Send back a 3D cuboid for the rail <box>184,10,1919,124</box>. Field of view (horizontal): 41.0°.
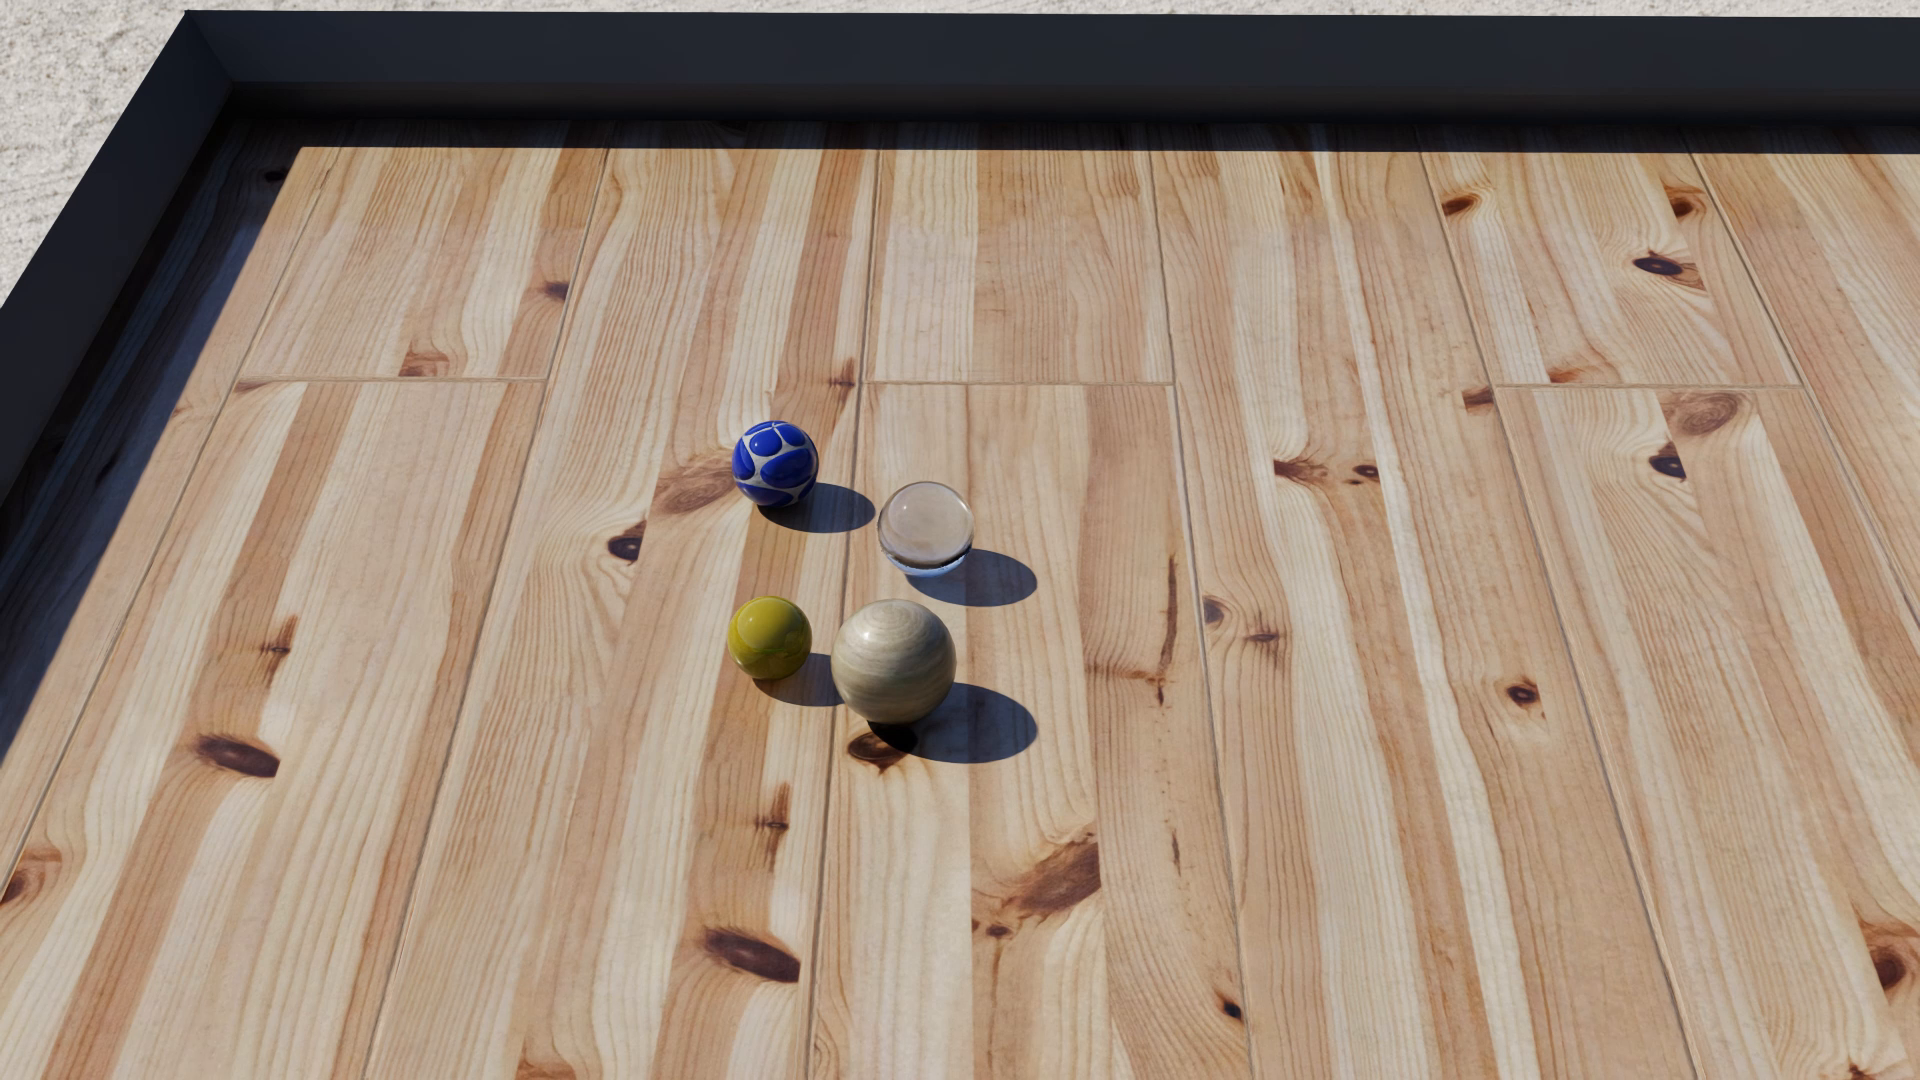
[{"bbox_3d":[0.730,-0.424,2.370,2.893,0.108,0.045,0,35,0],"label":"rail"}]

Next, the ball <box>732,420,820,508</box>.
[{"bbox_3d":[-0.136,-0.056,1.889,0.065,0.065,0.065,0,35,0],"label":"ball"}]

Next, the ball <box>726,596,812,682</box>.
[{"bbox_3d":[-0.128,0.066,1.724,0.058,0.058,0.058,0,35,0],"label":"ball"}]

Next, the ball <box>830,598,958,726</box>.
[{"bbox_3d":[-0.044,0.080,1.683,0.083,0.083,0.083,0,35,0],"label":"ball"}]

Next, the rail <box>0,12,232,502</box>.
[{"bbox_3d":[-0.699,-0.021,1.801,0.045,0.108,1.470,0,35,0],"label":"rail"}]

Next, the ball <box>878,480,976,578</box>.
[{"bbox_3d":[-0.024,-0.008,1.817,0.070,0.070,0.070,0,35,0],"label":"ball"}]
